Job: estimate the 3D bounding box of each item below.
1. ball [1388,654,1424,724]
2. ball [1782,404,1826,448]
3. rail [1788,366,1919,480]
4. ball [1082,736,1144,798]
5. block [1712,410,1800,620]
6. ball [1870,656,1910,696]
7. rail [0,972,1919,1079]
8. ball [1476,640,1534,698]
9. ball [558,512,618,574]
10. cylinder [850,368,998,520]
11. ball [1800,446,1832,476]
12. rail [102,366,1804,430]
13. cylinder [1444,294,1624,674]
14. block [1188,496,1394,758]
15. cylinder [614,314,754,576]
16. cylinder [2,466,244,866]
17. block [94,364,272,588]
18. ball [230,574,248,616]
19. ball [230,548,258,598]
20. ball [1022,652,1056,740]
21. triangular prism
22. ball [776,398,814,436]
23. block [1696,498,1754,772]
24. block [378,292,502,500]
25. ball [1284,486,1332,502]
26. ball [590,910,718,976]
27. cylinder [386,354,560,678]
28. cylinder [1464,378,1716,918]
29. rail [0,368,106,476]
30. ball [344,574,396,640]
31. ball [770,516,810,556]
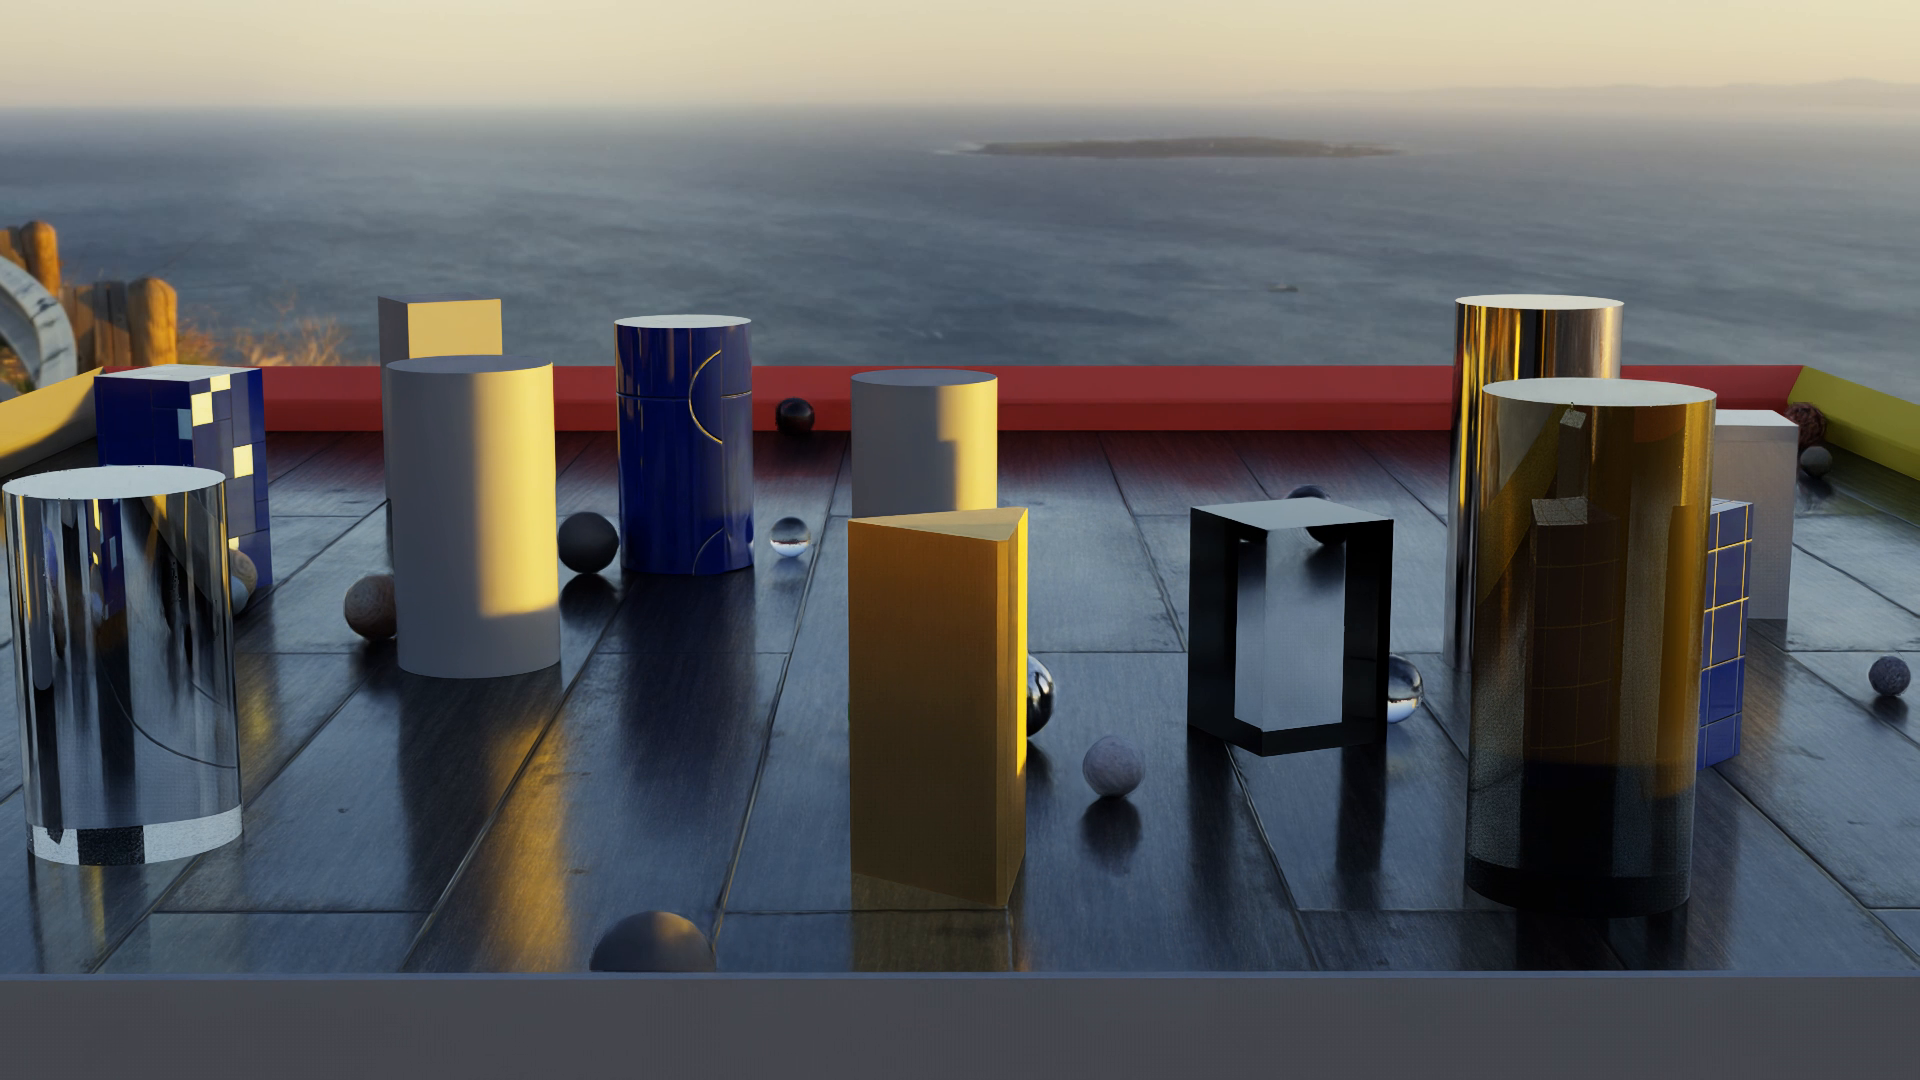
[{"bbox_3d":[0.479,0.167,2.873,0.078,0.078,0.078,0,10,0],"label":"ball"},{"bbox_3d":[1.621,-0.218,4.934,0.086,0.086,0.086,0,10,0],"label":"ball"},{"bbox_3d":[1.690,0.031,3.458,0.045,0.129,3.517,0,10,0],"label":"rail"},{"bbox_3d":[0.154,0.229,2.583,0.062,0.062,0.062,0,10,0],"label":"ball"},{"bbox_3d":[1.031,-0.038,3.481,0.159,0.260,0.159,1,11,5],"label":"block"},{"bbox_3d":[1.089,0.159,3.003,0.046,0.046,0.046,0,10,0],"label":"ball"},{"bbox_3d":[0.010,0.349,1.743,3.428,0.129,0.045,0,10,0],"label":"rail"},{"bbox_3d":[0.635,0.151,2.991,0.067,0.067,0.067,0,10,0],"label":"ball"},{"bbox_3d":[-0.541,0.004,3.720,0.090,0.090,0.090,0,10,0],"label":"ball"},{"bbox_3d":[-0.049,-0.069,3.510,0.199,0.310,0.199,0,10,0],"label":"cylinder"},{"bbox_3d":[1.535,-0.141,4.601,0.056,0.056,0.056,0,10,0],"label":"ball"},{"bbox_3d":[-0.010,-0.282,5.154,3.428,0.129,0.045,0,10,0],"label":"rail"},{"bbox_3d":[0.698,-0.068,3.131,0.199,0.446,0.199,0,10,0],"label":"cylinder"},{"bbox_3d":[0.360,0.092,2.818,0.159,0.246,0.159,-5,12,-25],"label":"block"},{"bbox_3d":[-0.404,-0.143,3.775,0.199,0.359,0.199,0,10,0],"label":"cylinder"},{"bbox_3d":[-0.790,0.114,2.432,0.199,0.343,0.199,0,10,0],"label":"cylinder"},{"bbox_3d":[-1.083,-0.081,3.583,0.159,0.308,0.159,4,11,21],"label":"block"},{"bbox_3d":[-0.981,0.074,3.431,0.057,0.057,0.057,0,10,0],"label":"ball"},{"bbox_3d":[-0.998,0.051,3.494,0.080,0.080,0.080,0,10,0],"label":"ball"},{"bbox_3d":[0.057,0.170,2.803,0.097,0.097,0.097,0,10,0],"label":"ball"},{"bbox_3d":[0.013,0.141,2.332,0.172,0.326,0.149,8,13,36],"label":"triangular prism"},{"bbox_3d":[-0.327,-0.245,5.102,0.078,0.078,0.078,0,10,0],"label":"ball"},{"bbox_3d":[0.723,0.096,2.722,0.159,0.273,0.159,10,14,43],"label":"block"},{"bbox_3d":[-0.873,-0.237,4.327,0.159,0.343,0.159,-6,12,-29],"label":"block"},{"bbox_3d":[0.542,-0.045,4.006,0.082,0.082,0.082,0,10,0],"label":"ball"},{"bbox_3d":[-0.232,0.329,1.945,0.096,0.096,0.096,0,10,0],"label":"ball"},{"bbox_3d":[-0.596,-0.033,3.153,0.199,0.369,0.199,0,10,0],"label":"cylinder"},{"bbox_3d":[0.556,0.090,2.276,0.199,0.447,0.199,0,10,0],"label":"cylinder"},{"bbox_3d":[-1.690,0.035,3.439,0.045,0.129,3.517,0,10,0],"label":"rail"},{"bbox_3d":[-0.747,0.086,3.291,0.085,0.085,0.085,0,10,0],"label":"ball"},{"bbox_3d":[-0.254,-0.005,3.849,0.061,0.061,0.061,0,10,0],"label":"ball"}]
